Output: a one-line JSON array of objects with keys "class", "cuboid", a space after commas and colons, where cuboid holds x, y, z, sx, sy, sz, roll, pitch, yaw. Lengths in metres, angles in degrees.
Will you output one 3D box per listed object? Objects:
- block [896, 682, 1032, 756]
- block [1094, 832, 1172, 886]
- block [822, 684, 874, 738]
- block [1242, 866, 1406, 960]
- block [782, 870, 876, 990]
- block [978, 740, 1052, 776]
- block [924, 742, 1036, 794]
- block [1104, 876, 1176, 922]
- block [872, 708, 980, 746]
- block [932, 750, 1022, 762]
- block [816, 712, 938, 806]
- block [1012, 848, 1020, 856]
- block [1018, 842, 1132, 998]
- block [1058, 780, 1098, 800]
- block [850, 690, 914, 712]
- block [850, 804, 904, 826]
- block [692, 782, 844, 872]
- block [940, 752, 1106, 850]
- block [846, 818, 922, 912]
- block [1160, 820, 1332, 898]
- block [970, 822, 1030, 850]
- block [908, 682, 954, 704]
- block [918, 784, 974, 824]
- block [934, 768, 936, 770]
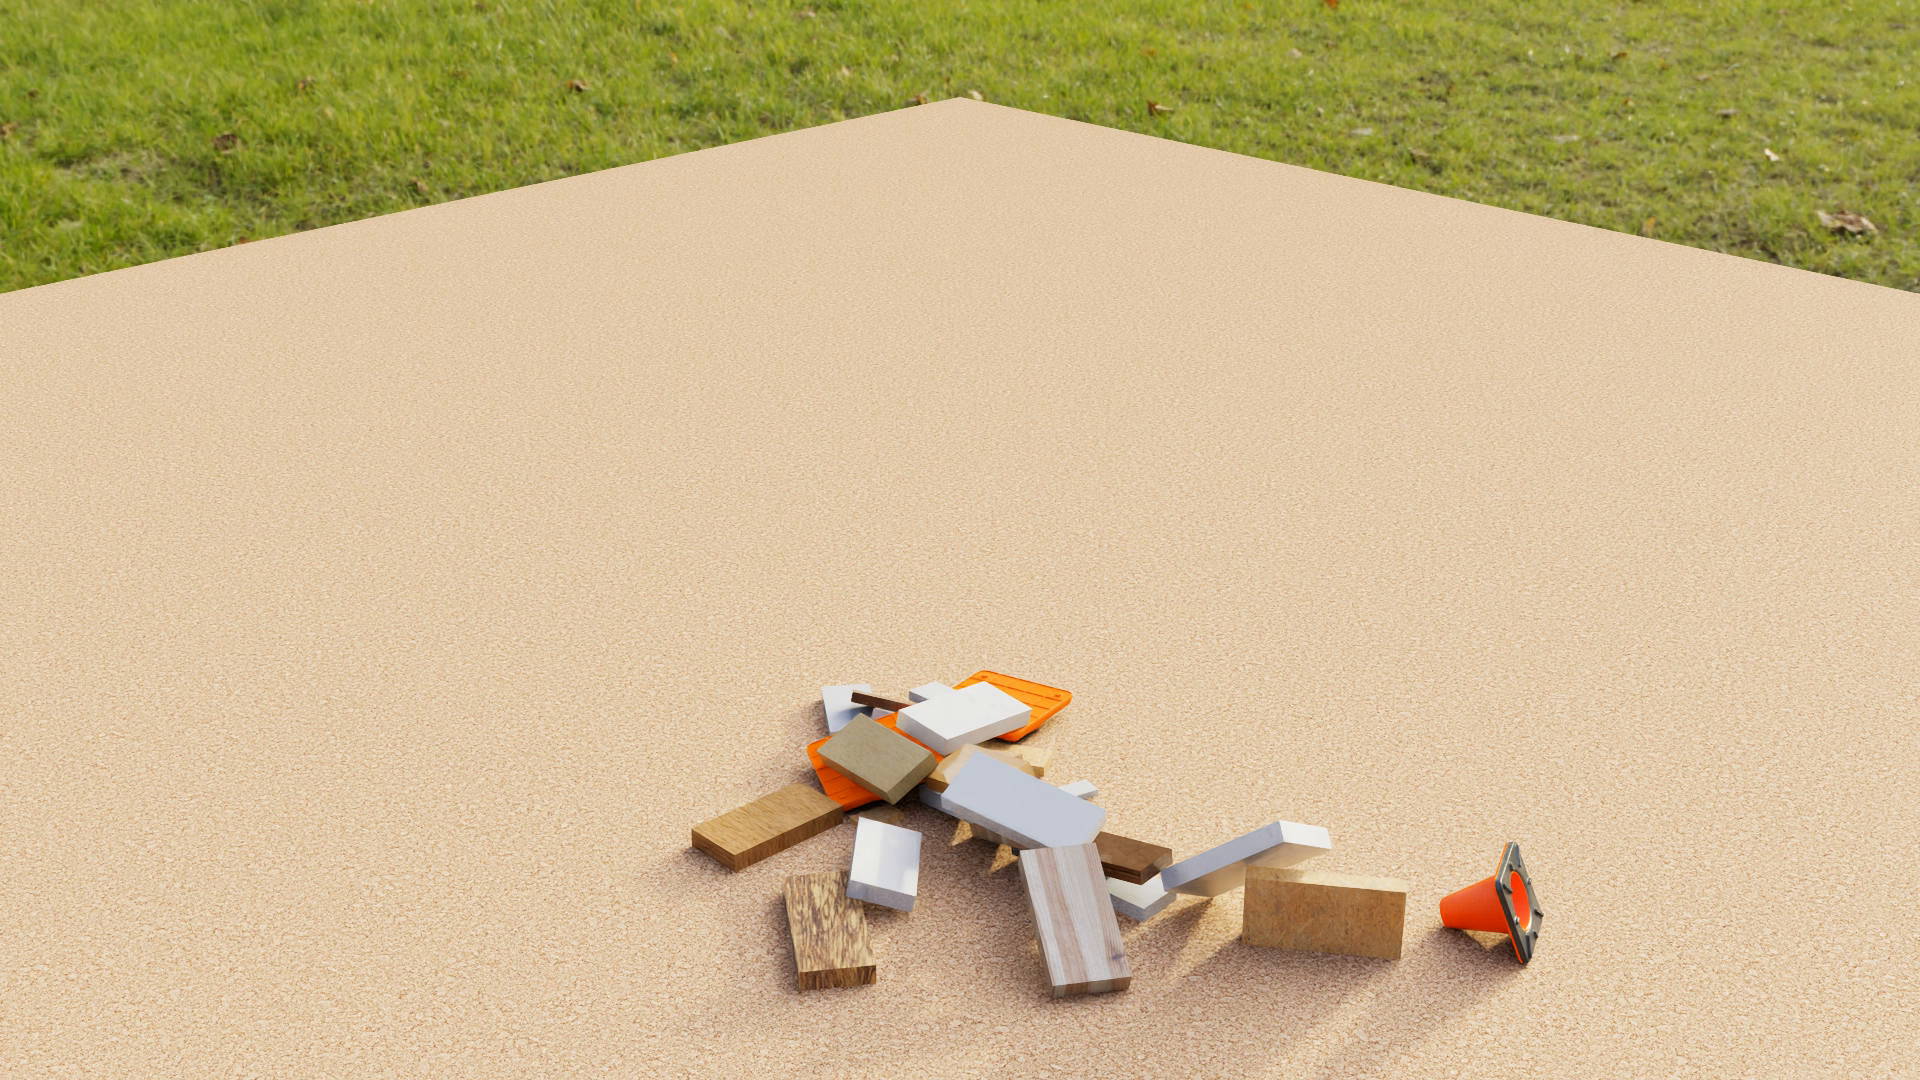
[{"class": "block", "cuboid": [0.010, 0.373, 4.626, 0.138, 0.039, 0.275, 28, 27, 34]}, {"class": "block", "cuboid": [0.285, 0.594, 4.139, 0.206, 0.029, 0.103, 9, 23, 39]}, {"class": "block", "cuboid": [-0.240, 0.381, 4.824, 0.109, 0.031, 0.218, -3, 23, -8]}, {"class": "block", "cuboid": [0.658, 0.675, 3.985, 0.286, 0.143, 0.041, 4, 25, 9]}, {"class": "block", "cuboid": [-0.243, 0.712, 4.032, 0.138, 0.039, 0.321, -4, 23, -9]}, {"class": "block", "cuboid": [0.110, 0.461, 4.646, 0.158, 0.022, 0.079, 6, 24, 15]}, {"class": "block", "cuboid": [0.035, 0.467, 4.364, 0.120, 0.034, 0.239, -33, 20, -24]}, {"class": "block", "cuboid": [0.298, 0.655, 4.179, 0.206, 0.029, 0.103, 19, 30, 38]}, {"class": "block", "cuboid": [-0.070, 0.403, 4.712, 0.218, 0.031, 0.109, 12, -1, 27]}, {"class": "block", "cuboid": [0.016, 0.463, 4.549, 0.109, 0.031, 0.218, -17, 13, -42]}, {"class": "block", "cuboid": [-0.170, 0.444, 4.482, 0.126, 0.036, 0.253, -40, 36, -21]}, {"class": "block", "cuboid": [0.207, 0.601, 4.238, 0.103, 0.029, 0.206, -21, 23, -39]}, {"class": "block", "cuboid": [0.204, 0.681, 3.956, 0.143, 0.041, 0.286, -5, 48, -11]}, {"class": "block", "cuboid": [0.231, 0.520, 4.519, 0.096, 0.014, 0.048, -12, 26, -26]}, {"class": "block", "cuboid": [-0.159, 0.356, 4.791, 0.157, 0.022, 0.079, 13, 0, -3]}, {"class": "block", "cuboid": [-0.167, 0.559, 4.426, 0.096, 0.014, 0.048, -14, 27, -30]}, {"class": "block", "cuboid": [-0.382, 0.568, 4.373, 0.275, 0.039, 0.138, -20, 30, -39]}, {"class": "block", "cuboid": [0.121, 0.511, 4.179, 0.291, 0.036, 0.126, 22, 52, 24]}, {"class": "block", "cuboid": [-0.144, 0.618, 4.200, 0.126, 0.036, 0.253, 15, 20, -4]}, {"class": "block", "cuboid": [0.523, 0.588, 4.038, 0.143, 0.041, 0.286, 15, -35, -43]}, {"class": "block", "cuboid": [0.128, 0.556, 4.291, 0.120, 0.034, 0.239, -20, 10, -27]}, {"class": "block", "cuboid": [-0.029, 0.351, 4.784, 0.079, 0.022, 0.157, -16, 26, -41]}, {"class": "block", "cuboid": [0.022, 0.517, 4.413, 0.120, 0.034, 0.239, -12, 9, -24]}, {"class": "block", "cuboid": [-0.099, 0.464, 4.452, 0.096, 0.014, 0.048, -25, 33, 1]}]
